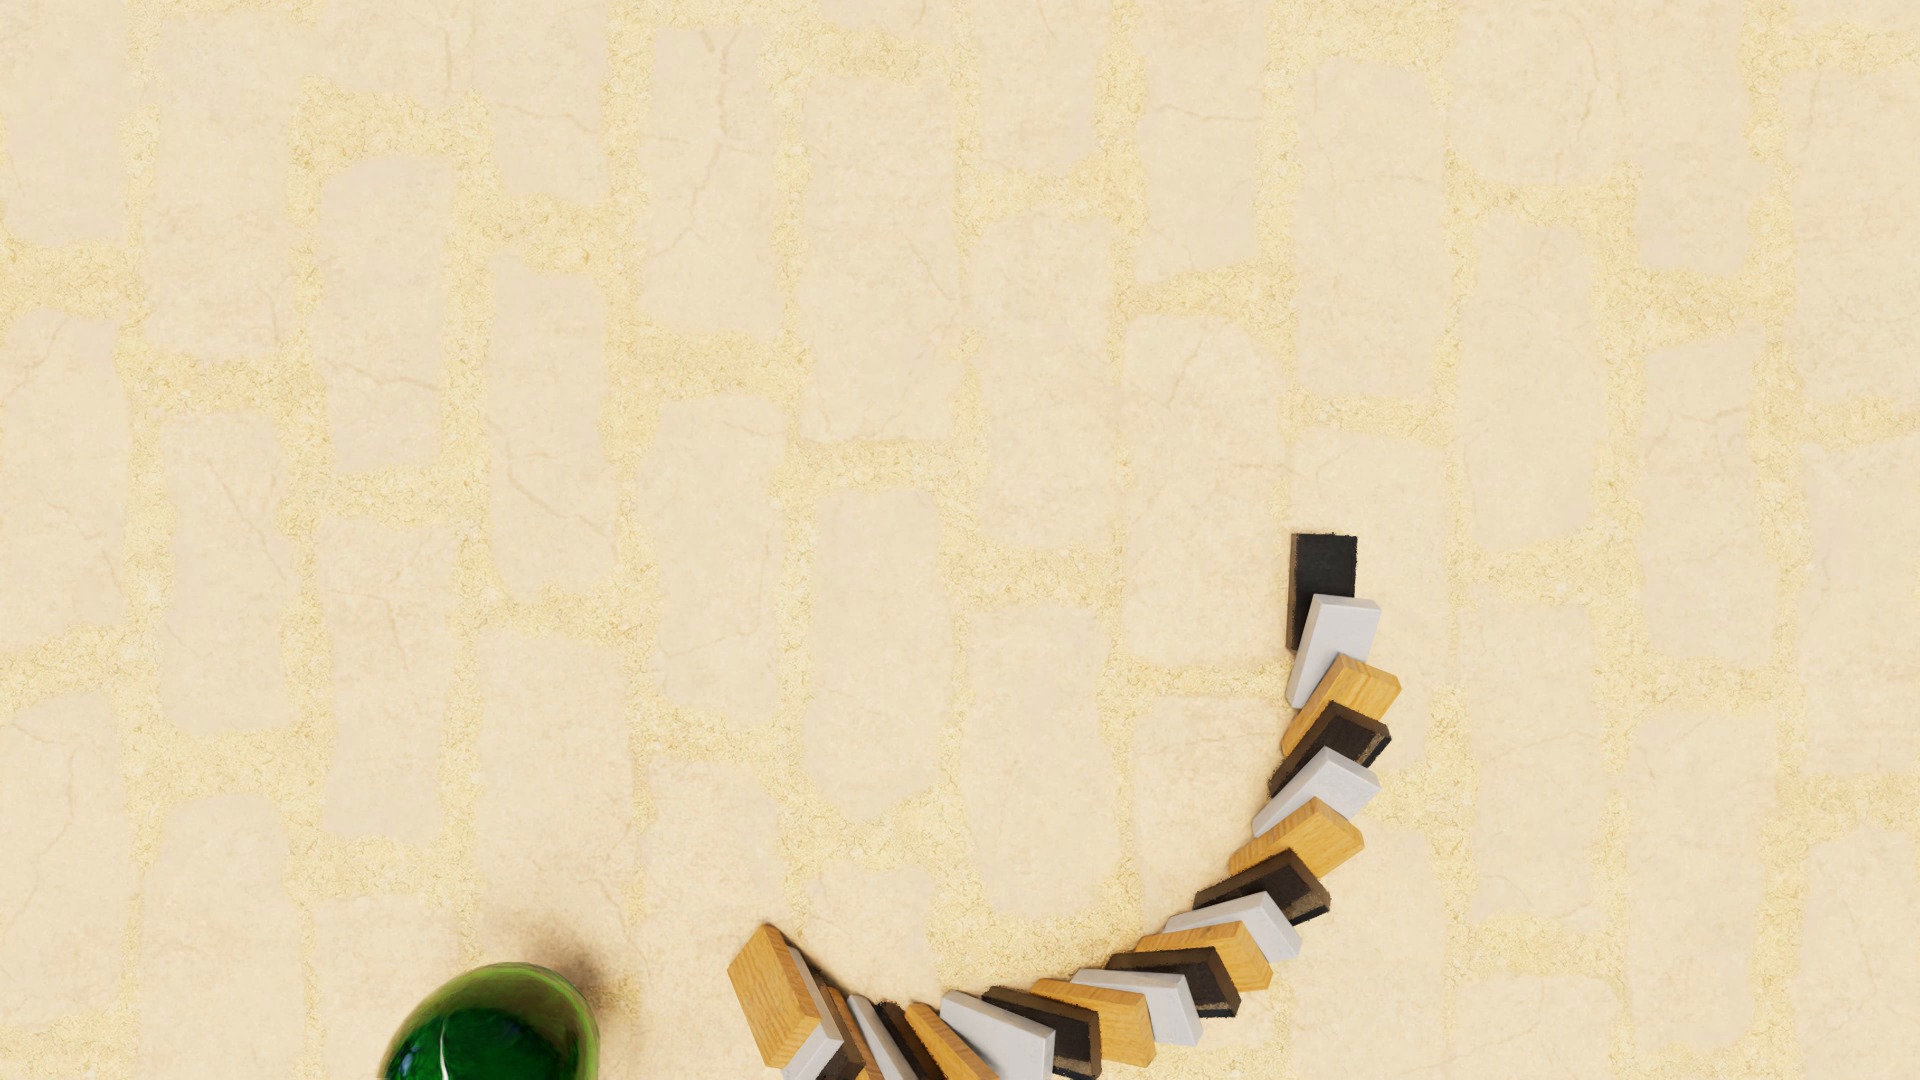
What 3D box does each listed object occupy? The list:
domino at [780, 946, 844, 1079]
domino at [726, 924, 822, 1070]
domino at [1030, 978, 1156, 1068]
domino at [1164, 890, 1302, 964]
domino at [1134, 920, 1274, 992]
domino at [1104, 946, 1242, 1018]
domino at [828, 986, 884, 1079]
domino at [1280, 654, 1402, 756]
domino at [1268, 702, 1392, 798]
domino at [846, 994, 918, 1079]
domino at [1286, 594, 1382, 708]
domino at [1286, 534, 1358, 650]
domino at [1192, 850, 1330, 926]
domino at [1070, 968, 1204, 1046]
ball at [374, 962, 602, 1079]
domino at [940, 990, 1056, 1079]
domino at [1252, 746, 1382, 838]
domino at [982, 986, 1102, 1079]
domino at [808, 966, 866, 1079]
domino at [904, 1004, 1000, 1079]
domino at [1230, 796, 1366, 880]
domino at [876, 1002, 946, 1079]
[{"bbox_3d":[-0.069,0.196,0.378,0.010,0.050,0.025,38,90,-39],"label":"domino"},{"bbox_3d":[-0.077,0.187,0.378,0.009,0.050,0.025,38,90,-39],"label":"domino"},{"bbox_3d":[0.055,0.200,0.381,0.050,0.009,0.025,-11,90,36],"label":"domino"},{"bbox_3d":[0.113,0.165,0.381,0.050,0.009,0.025,-36,90,38],"label":"domino"},{"bbox_3d":[0.100,0.175,0.381,0.050,0.010,0.025,-31,92,38],"label":"domino"},{"bbox_3d":[0.088,0.185,0.380,0.050,0.010,0.025,-25,93,38],"label":"domino"},{"bbox_3d":[-0.051,0.213,0.378,0.025,0.050,0.010,-52,129,0],"label":"domino"},{"bbox_3d":[0.159,0.074,0.384,0.025,0.010,0.050,21,118,0],"label":"domino"},{"bbox_3d":[0.154,0.093,0.384,0.025,0.010,0.050,24,119,-1],"label":"domino"},{"bbox_3d":[-0.037,0.216,0.378,0.010,0.050,0.025,32,90,-39],"label":"domino"},{"bbox_3d":[0.157,0.048,0.385,0.025,0.009,0.050,6,114,-1],"label":"domino"},{"bbox_3d":[0.156,0.023,0.395,0.025,0.009,0.050,3,90,0],"label":"domino"},{"bbox_3d":[0.125,0.151,0.383,0.025,0.009,0.050,49,121,0],"label":"domino"},{"bbox_3d":[0.073,0.194,0.381,0.050,0.009,0.025,-17,94,37],"label":"domino"},{"bbox_3d":[-0.184,0.210,0.360,0.080,0.080,0.080,0,90,0],"label":"ball"},{"bbox_3d":[0.015,0.210,0.383,0.050,0.009,0.025,4,90,33],"label":"domino"},{"bbox_3d":[0.148,0.111,0.383,0.025,0.010,0.050,28,118,-4],"label":"domino"},{"bbox_3d":[0.033,0.206,0.383,0.050,0.009,0.025,-3,90,33],"label":"domino"},{"bbox_3d":[-0.060,0.205,0.378,0.025,0.050,0.009,-52,129,0],"label":"domino"},{"bbox_3d":[-0.007,0.218,0.378,0.010,0.050,0.025,19,90,-41],"label":"domino"},{"bbox_3d":[0.140,0.131,0.383,0.025,0.009,0.050,38,118,-4],"label":"domino"},{"bbox_3d":[-0.024,0.219,0.378,0.009,0.050,0.025,32,90,-39],"label":"domino"}]
